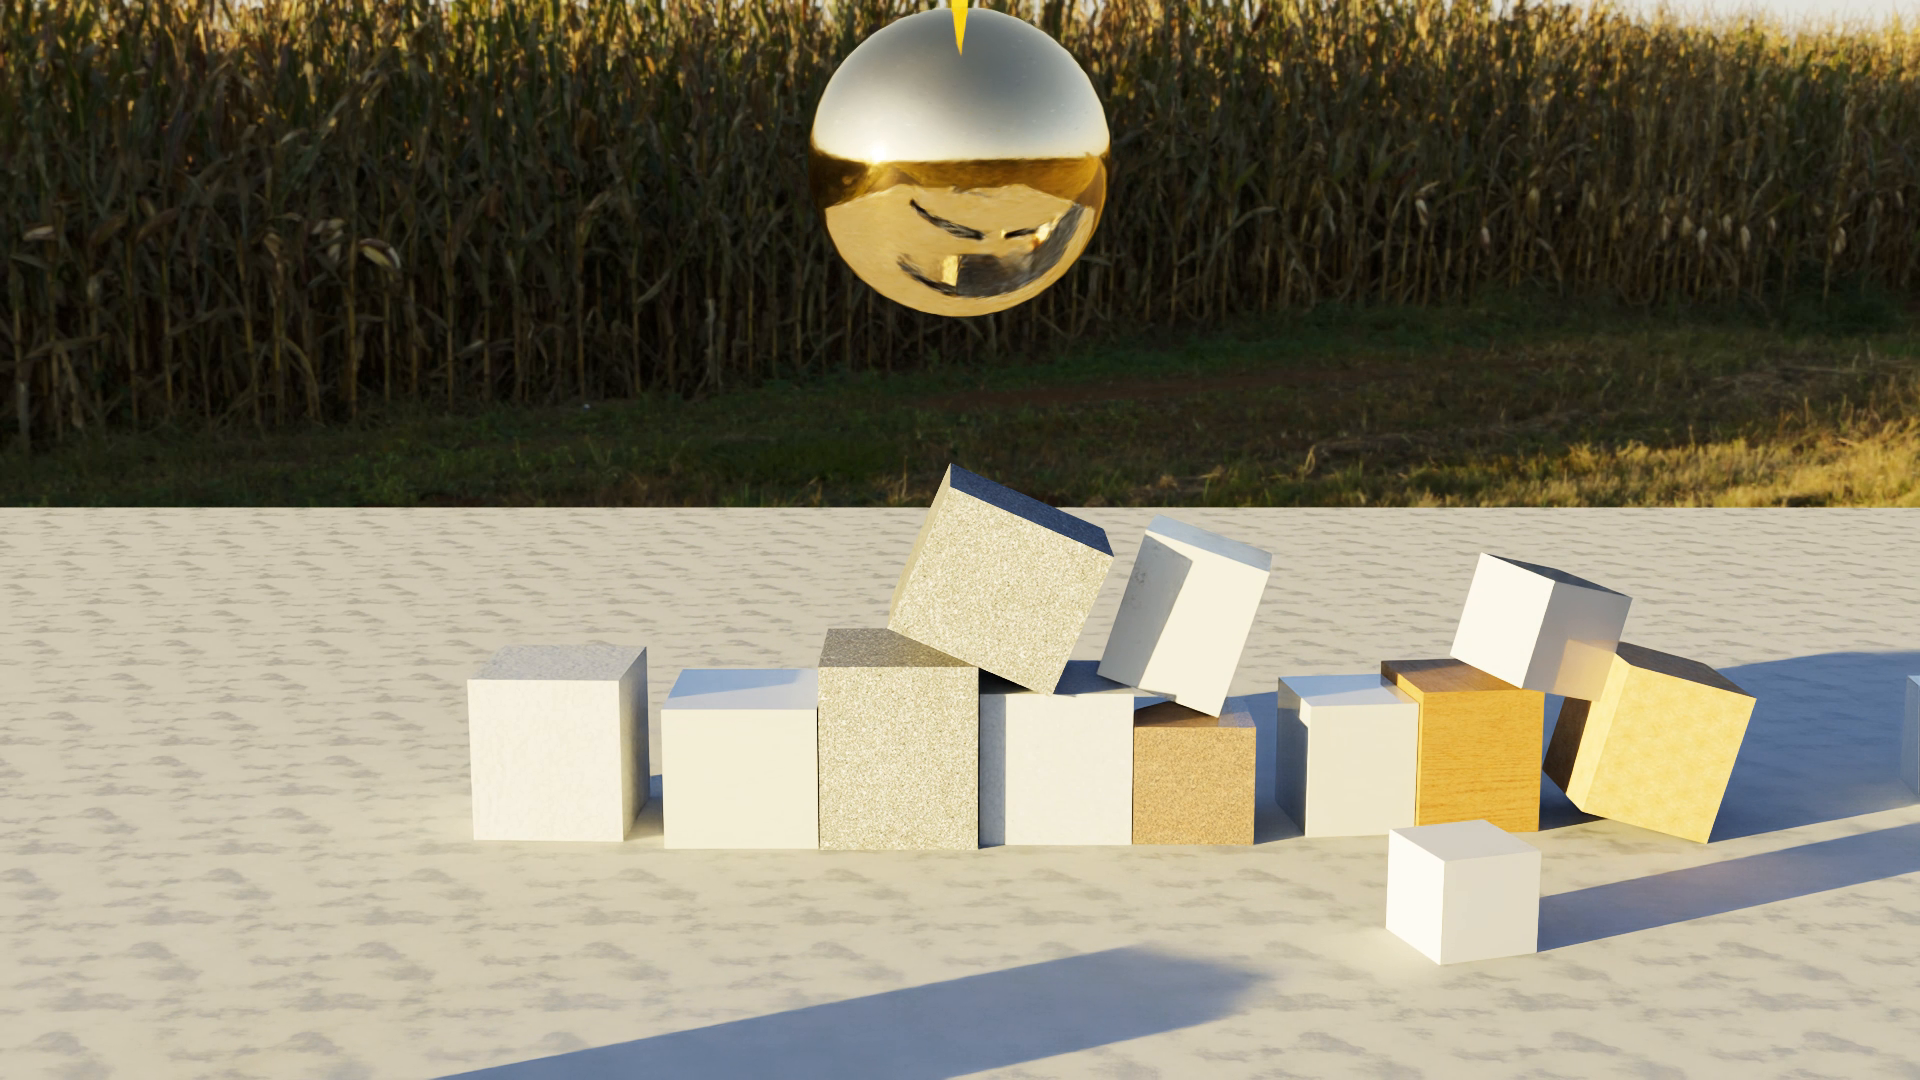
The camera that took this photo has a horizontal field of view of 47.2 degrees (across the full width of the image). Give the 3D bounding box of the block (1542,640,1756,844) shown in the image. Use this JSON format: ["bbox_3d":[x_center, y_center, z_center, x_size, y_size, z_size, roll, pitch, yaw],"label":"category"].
[{"bbox_3d":[3.552,1.012,11.405,0.662,0.783,0.759,15,10,-3],"label":"block"}]

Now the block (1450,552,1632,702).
[{"bbox_3d":[2.984,0.447,11.312,0.541,0.561,0.567,11,9,-29],"label":"block"}]

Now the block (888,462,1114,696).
[{"bbox_3d":[0.199,0.188,11.200,0.880,0.770,0.811,23,9,-4],"label":"block"}]

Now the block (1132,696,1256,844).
[{"bbox_3d":[1.180,1.183,11.351,0.607,0.612,0.617,0,10,1],"label":"block"}]

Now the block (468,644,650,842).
[{"bbox_3d":[-2.075,1.045,11.479,0.763,0.837,0.784,0,10,2],"label":"block"}]

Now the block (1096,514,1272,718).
[{"bbox_3d":[1.174,0.375,11.400,0.648,0.780,0.742,19,10,6],"label":"block"}]

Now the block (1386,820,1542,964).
[{"bbox_3d":[2.224,1.551,9.737,0.478,0.465,0.474,-3,11,-18],"label":"block"}]

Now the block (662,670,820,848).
[{"bbox_3d":[-1.097,1.120,11.399,0.772,0.718,0.853,0,10,0],"label":"block"}]

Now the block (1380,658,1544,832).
[{"bbox_3d":[2.616,1.073,11.554,0.636,0.754,0.706,-1,10,-7],"label":"block"}]

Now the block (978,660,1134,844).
[{"bbox_3d":[0.481,1.088,11.392,0.766,0.783,0.731,0,10,0],"label":"block"}]

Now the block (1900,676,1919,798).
[{"bbox_3d":[5.525,1.105,11.862,0.655,0.582,0.678,1,10,8],"label":"block"}]

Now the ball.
[{"bbox_3d":[0.000,-1.972,11.516,1.600,1.600,1.600,0,10,0],"label":"ball"}]

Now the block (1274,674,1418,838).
[{"bbox_3d":[2.012,1.117,11.498,0.564,0.688,0.633,-1,10,-7],"label":"block"}]

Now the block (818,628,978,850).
[{"bbox_3d":[-0.307,1.012,11.374,0.790,0.940,0.876,0,10,0],"label":"block"}]

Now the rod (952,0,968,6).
[{"bbox_3d":[0.000,-5.226,10.531,0.080,5.200,0.080,0,17,0],"label":"rod"}]
